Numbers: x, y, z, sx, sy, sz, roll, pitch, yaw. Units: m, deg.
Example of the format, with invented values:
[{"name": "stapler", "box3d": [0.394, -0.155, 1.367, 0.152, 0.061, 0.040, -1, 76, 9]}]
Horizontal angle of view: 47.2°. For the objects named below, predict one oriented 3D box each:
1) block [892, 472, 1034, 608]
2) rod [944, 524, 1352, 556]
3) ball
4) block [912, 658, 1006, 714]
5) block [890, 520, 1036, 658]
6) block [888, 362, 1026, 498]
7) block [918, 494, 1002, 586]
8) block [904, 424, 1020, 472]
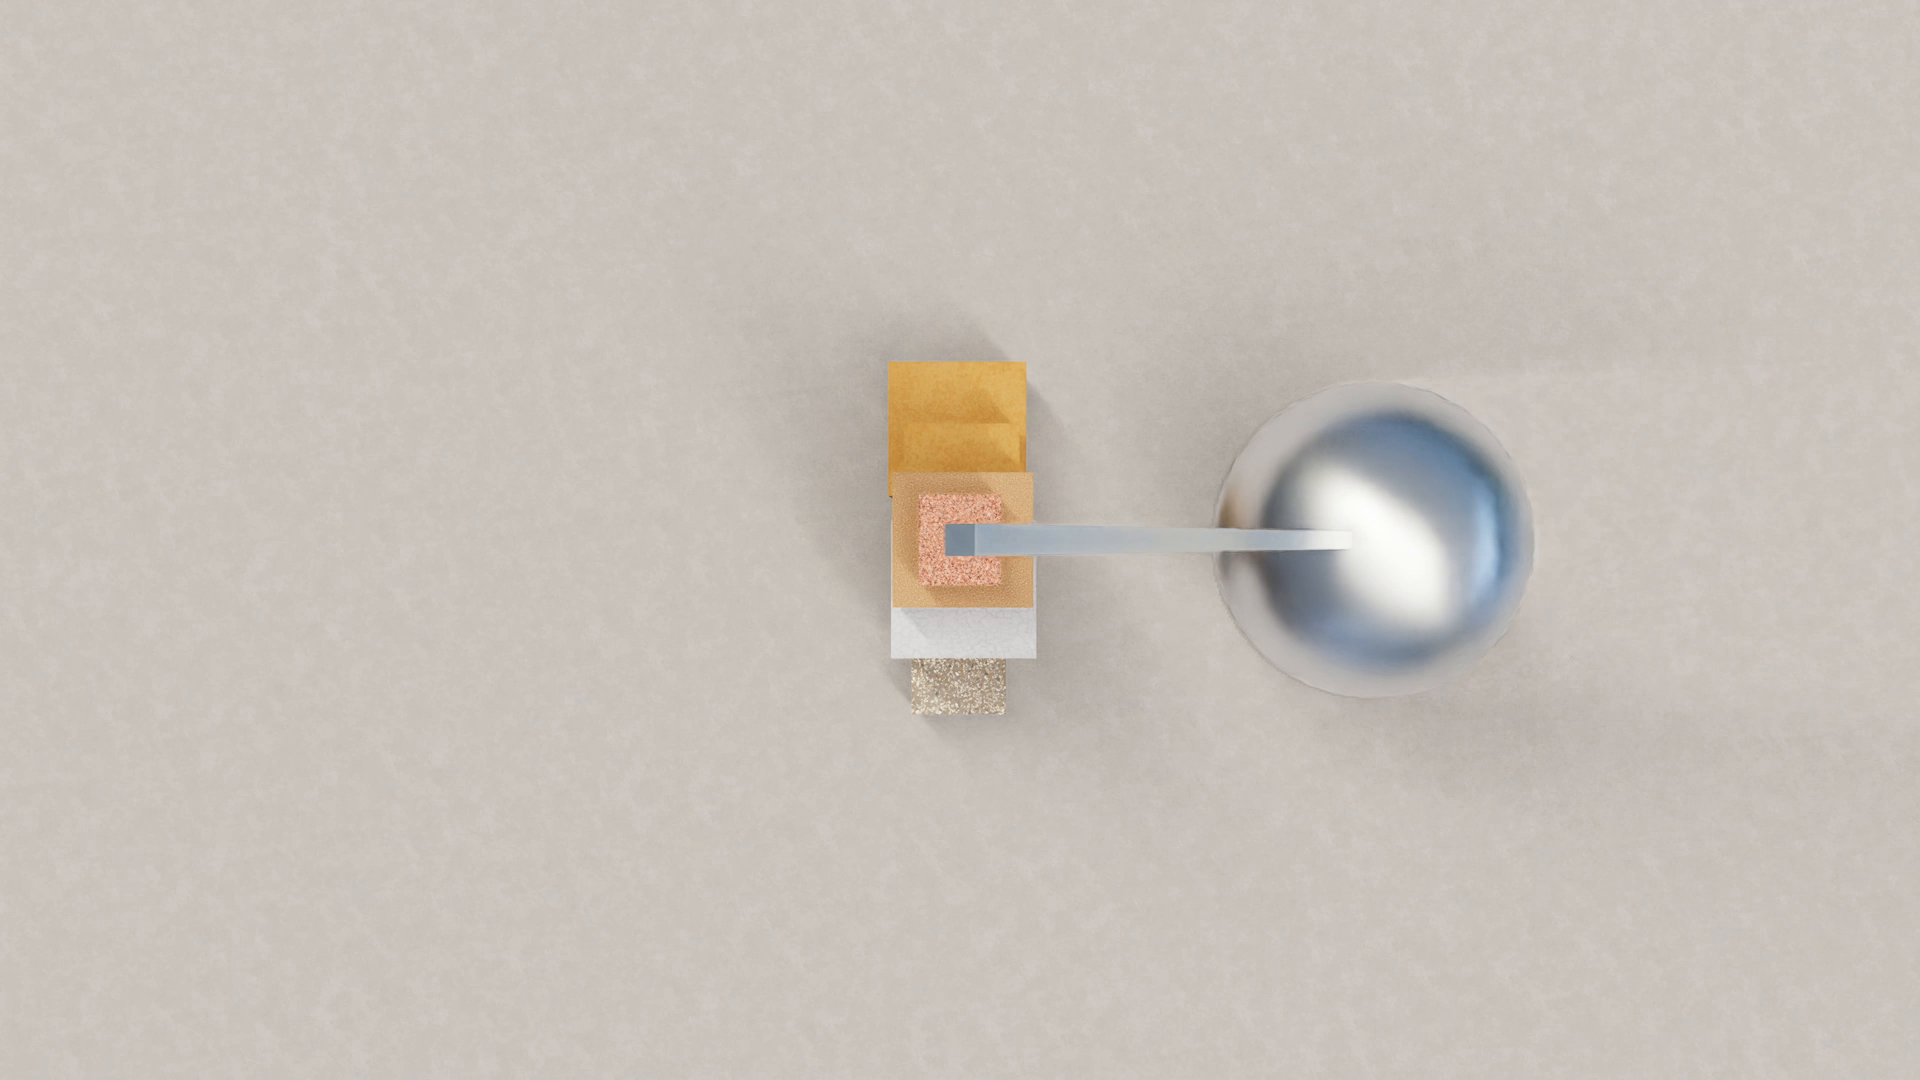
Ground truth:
[{"name": "block", "box3d": [0.014, 0.000, 11.148, 0.695, 0.614, 0.666, 0, 90, 0]}, {"name": "rod", "box3d": [0.899, 0.000, 7.885, 0.080, 5.200, 0.080, 0, 90, 20]}, {"name": "ball", "box3d": [2.074, 0.000, 11.076, 1.600, 1.600, 1.600, 0, 90, 0]}, {"name": "block", "box3d": [-0.007, 0.705, 12.725, 0.533, 0.550, 0.565, 0, 90, 0]}, {"name": "block", "box3d": [0.019, 0.258, 11.854, 0.757, 0.796, 0.716, 0, 90, 0]}, {"name": "block", "box3d": [-0.014, -0.615, 12.589, 0.764, 0.821, 0.744, 0, 90, 0]}, {"name": "block", "box3d": [0.000, 0.000, 10.626, 0.390, 0.432, 0.431, 0, 90, 0]}, {"name": "block", "box3d": [0.009, -0.363, 11.893, 0.608, 0.572, 0.506, 0, 90, 0]}]
